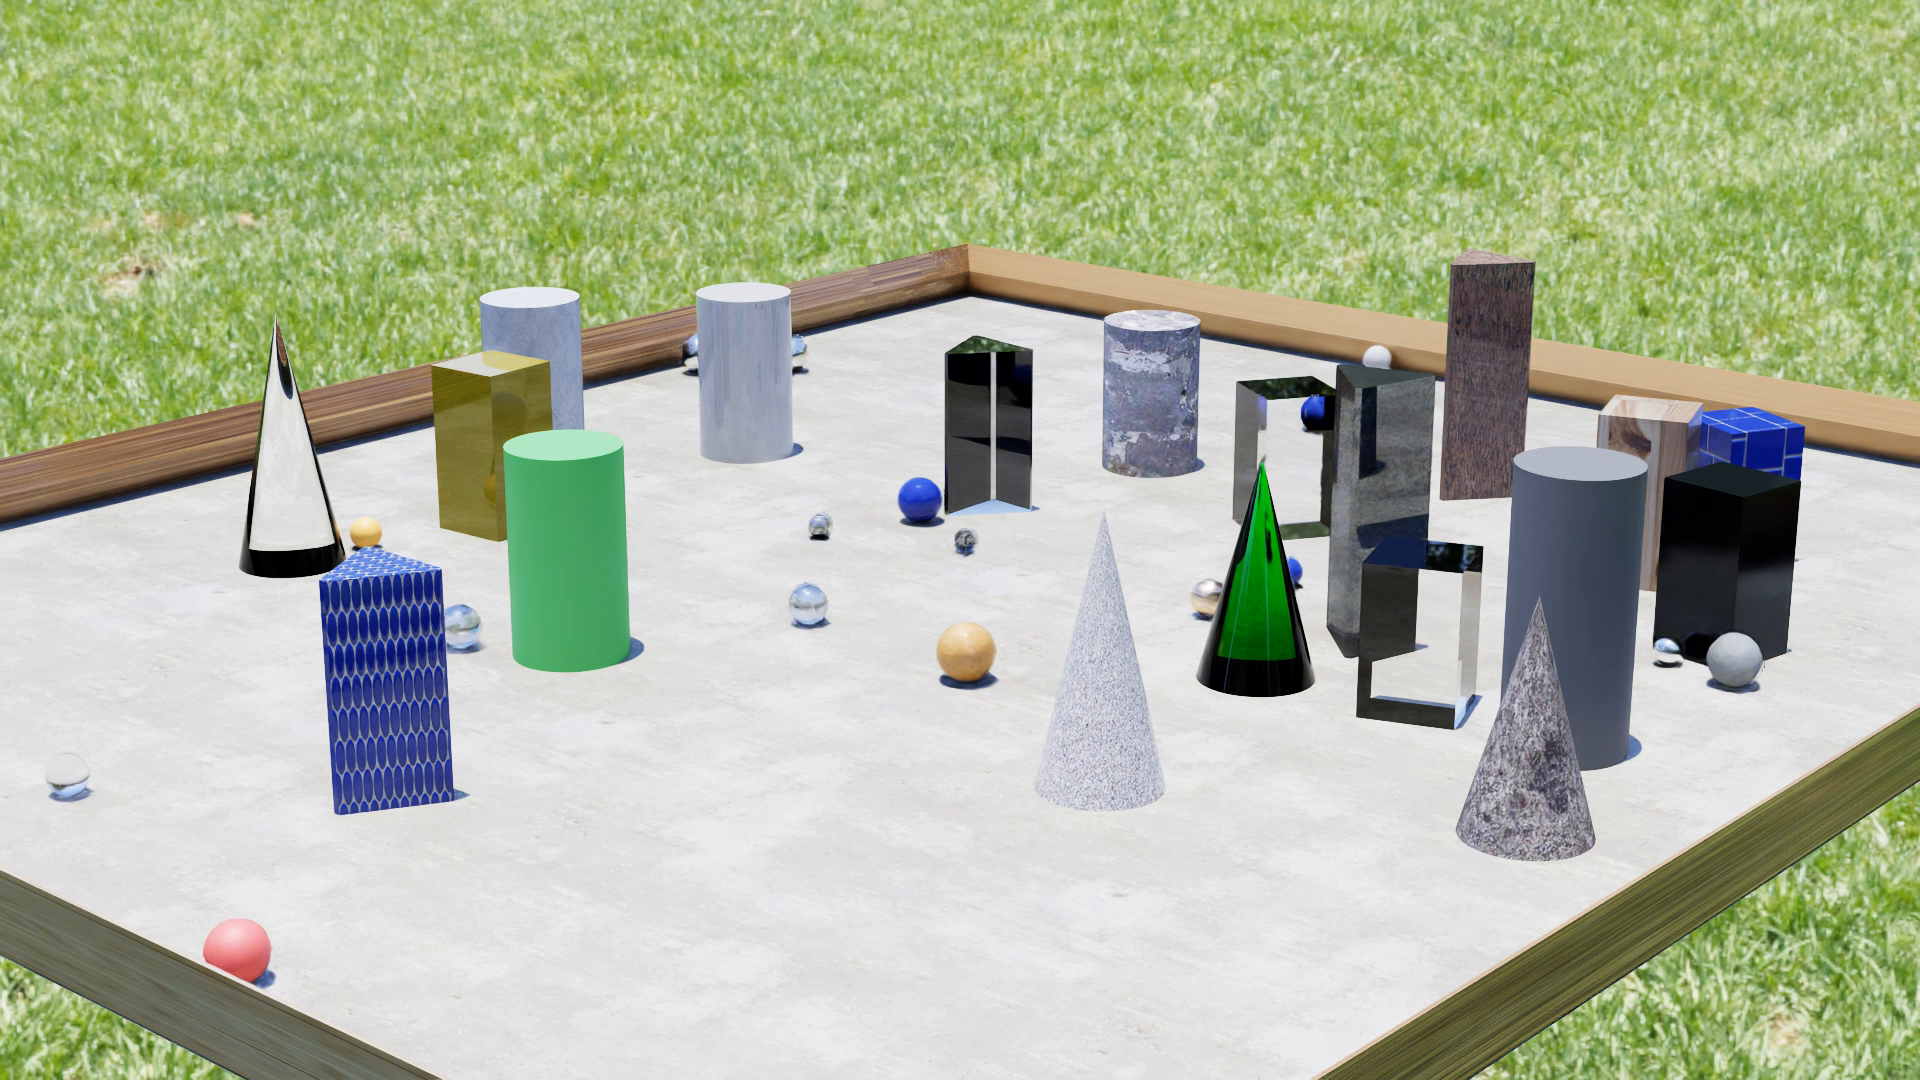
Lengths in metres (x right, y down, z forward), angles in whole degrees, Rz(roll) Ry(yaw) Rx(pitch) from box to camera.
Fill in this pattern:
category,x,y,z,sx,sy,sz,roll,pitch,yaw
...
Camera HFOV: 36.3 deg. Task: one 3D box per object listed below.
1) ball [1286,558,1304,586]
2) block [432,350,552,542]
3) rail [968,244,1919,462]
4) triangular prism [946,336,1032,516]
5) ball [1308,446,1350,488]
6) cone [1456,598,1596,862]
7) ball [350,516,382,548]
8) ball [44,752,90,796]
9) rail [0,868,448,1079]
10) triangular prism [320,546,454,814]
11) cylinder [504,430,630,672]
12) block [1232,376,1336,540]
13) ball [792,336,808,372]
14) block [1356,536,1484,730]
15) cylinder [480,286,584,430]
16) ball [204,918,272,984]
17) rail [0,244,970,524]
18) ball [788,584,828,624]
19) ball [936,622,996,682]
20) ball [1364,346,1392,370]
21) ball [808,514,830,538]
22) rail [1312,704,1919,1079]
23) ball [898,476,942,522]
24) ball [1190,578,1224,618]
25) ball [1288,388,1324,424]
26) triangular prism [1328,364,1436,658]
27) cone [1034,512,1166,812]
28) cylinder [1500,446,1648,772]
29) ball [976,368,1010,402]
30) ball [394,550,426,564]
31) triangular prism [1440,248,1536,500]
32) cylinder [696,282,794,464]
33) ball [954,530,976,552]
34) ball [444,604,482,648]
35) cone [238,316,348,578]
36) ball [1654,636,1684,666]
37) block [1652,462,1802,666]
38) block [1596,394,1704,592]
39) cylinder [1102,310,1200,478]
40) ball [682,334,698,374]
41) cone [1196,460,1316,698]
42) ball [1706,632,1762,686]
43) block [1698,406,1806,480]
category,x,y,z,sx,sy,sz,roll,pitch,yaw
ball,0.579,0.057,5.166,0.051,0.051,0.051,0,17,0
block,-0.871,-0.178,5.488,0.154,0.315,0.154,12,21,35
rail,1.248,-0.384,6.496,3.294,0.125,0.045,14,22,39
triangular prism,0.042,-0.223,5.635,0.167,0.317,0.144,-3,17,-10
ball,0.727,-0.143,5.775,0.083,0.083,0.083,0,17,0
cone,0.788,0.243,4.035,0.193,0.350,0.193,0,17,0
ball,-1.092,-0.013,5.387,0.059,0.059,0.059,0,17,0
ball,-1.284,0.337,4.219,0.062,0.062,0.062,0,17,0
rail,-1.248,0.447,3.745,3.294,0.125,0.045,14,22,39
triangular prism,-0.829,0.195,4.195,0.167,0.348,0.144,-6,18,-18
cylinder,-0.639,0.016,4.775,0.193,0.355,0.193,0,17,0
block,0.613,-0.153,5.482,0.154,0.271,0.154,-5,17,-16
ball,-0.388,-0.426,6.711,0.083,0.083,0.083,0,17,0
block,0.712,0.142,4.540,0.154,0.251,0.154,6,18,21
cylinder,-0.837,-0.292,5.757,0.193,0.377,0.193,0,17,0
ball,-0.892,0.508,3.620,0.082,0.082,0.082,0,17,0
rail,-1.226,-0.276,6.139,0.045,0.125,3.853,14,22,39
ball,-0.256,0.110,4.964,0.067,0.067,0.067,0,17,0
ball,0.010,0.179,4.685,0.096,0.096,0.096,0,17,0
ball,0.954,-0.411,6.694,0.065,0.065,0.065,0,17,0
ball,-0.262,-0.025,5.452,0.043,0.043,0.043,0,17,0
rail,1.226,0.339,4.102,0.045,0.125,3.853,14,22,39
ball,-0.076,-0.076,5.548,0.086,0.086,0.086,0,17,0
ball,0.426,0.099,5.003,0.066,0.066,0.066,0,17,0
ball,0.740,-0.286,6.258,0.076,0.076,0.076,0,17,0
triangular prism,0.663,-0.055,4.838,0.167,0.455,0.144,-11,20,-32
cone,0.203,0.157,4.197,0.193,0.420,0.193,0,17,0
cylinder,0.906,0.100,4.343,0.193,0.444,0.193,0,17,0
ball,0.072,-0.342,6.452,0.072,0.072,0.072,0,17,0
ball,-0.969,0.055,5.129,0.076,0.076,0.076,0,17,0
triangular prism,1.004,-0.324,5.712,0.167,0.466,0.144,-3,17,-9
cylinder,-0.440,-0.343,5.999,0.193,0.335,0.193,0,17,0
ball,0.009,0.002,5.363,0.042,0.042,0.042,0,17,0
ball,-0.827,0.143,4.843,0.074,0.074,0.074,0,17,0
cone,-1.208,-0.182,5.242,0.193,0.465,0.193,0,17,0
ball,1.151,0.180,4.766,0.048,0.048,0.048,0,17,0
block,1.252,0.042,4.793,0.154,0.295,0.154,-13,21,-38
block,1.211,-0.082,5.181,0.154,0.310,0.154,7,18,22
cylinder,0.384,-0.295,5.901,0.193,0.301,0.193,0,17,0
ball,-0.590,-0.426,6.696,0.092,0.092,0.092,0,17,0
cone,0.475,0.045,4.661,0.193,0.366,0.193,0,17,0
ball,1.232,0.190,4.666,0.086,0.086,0.086,0,17,0
block,1.409,-0.093,5.313,0.154,0.255,0.154,-6,18,-20
